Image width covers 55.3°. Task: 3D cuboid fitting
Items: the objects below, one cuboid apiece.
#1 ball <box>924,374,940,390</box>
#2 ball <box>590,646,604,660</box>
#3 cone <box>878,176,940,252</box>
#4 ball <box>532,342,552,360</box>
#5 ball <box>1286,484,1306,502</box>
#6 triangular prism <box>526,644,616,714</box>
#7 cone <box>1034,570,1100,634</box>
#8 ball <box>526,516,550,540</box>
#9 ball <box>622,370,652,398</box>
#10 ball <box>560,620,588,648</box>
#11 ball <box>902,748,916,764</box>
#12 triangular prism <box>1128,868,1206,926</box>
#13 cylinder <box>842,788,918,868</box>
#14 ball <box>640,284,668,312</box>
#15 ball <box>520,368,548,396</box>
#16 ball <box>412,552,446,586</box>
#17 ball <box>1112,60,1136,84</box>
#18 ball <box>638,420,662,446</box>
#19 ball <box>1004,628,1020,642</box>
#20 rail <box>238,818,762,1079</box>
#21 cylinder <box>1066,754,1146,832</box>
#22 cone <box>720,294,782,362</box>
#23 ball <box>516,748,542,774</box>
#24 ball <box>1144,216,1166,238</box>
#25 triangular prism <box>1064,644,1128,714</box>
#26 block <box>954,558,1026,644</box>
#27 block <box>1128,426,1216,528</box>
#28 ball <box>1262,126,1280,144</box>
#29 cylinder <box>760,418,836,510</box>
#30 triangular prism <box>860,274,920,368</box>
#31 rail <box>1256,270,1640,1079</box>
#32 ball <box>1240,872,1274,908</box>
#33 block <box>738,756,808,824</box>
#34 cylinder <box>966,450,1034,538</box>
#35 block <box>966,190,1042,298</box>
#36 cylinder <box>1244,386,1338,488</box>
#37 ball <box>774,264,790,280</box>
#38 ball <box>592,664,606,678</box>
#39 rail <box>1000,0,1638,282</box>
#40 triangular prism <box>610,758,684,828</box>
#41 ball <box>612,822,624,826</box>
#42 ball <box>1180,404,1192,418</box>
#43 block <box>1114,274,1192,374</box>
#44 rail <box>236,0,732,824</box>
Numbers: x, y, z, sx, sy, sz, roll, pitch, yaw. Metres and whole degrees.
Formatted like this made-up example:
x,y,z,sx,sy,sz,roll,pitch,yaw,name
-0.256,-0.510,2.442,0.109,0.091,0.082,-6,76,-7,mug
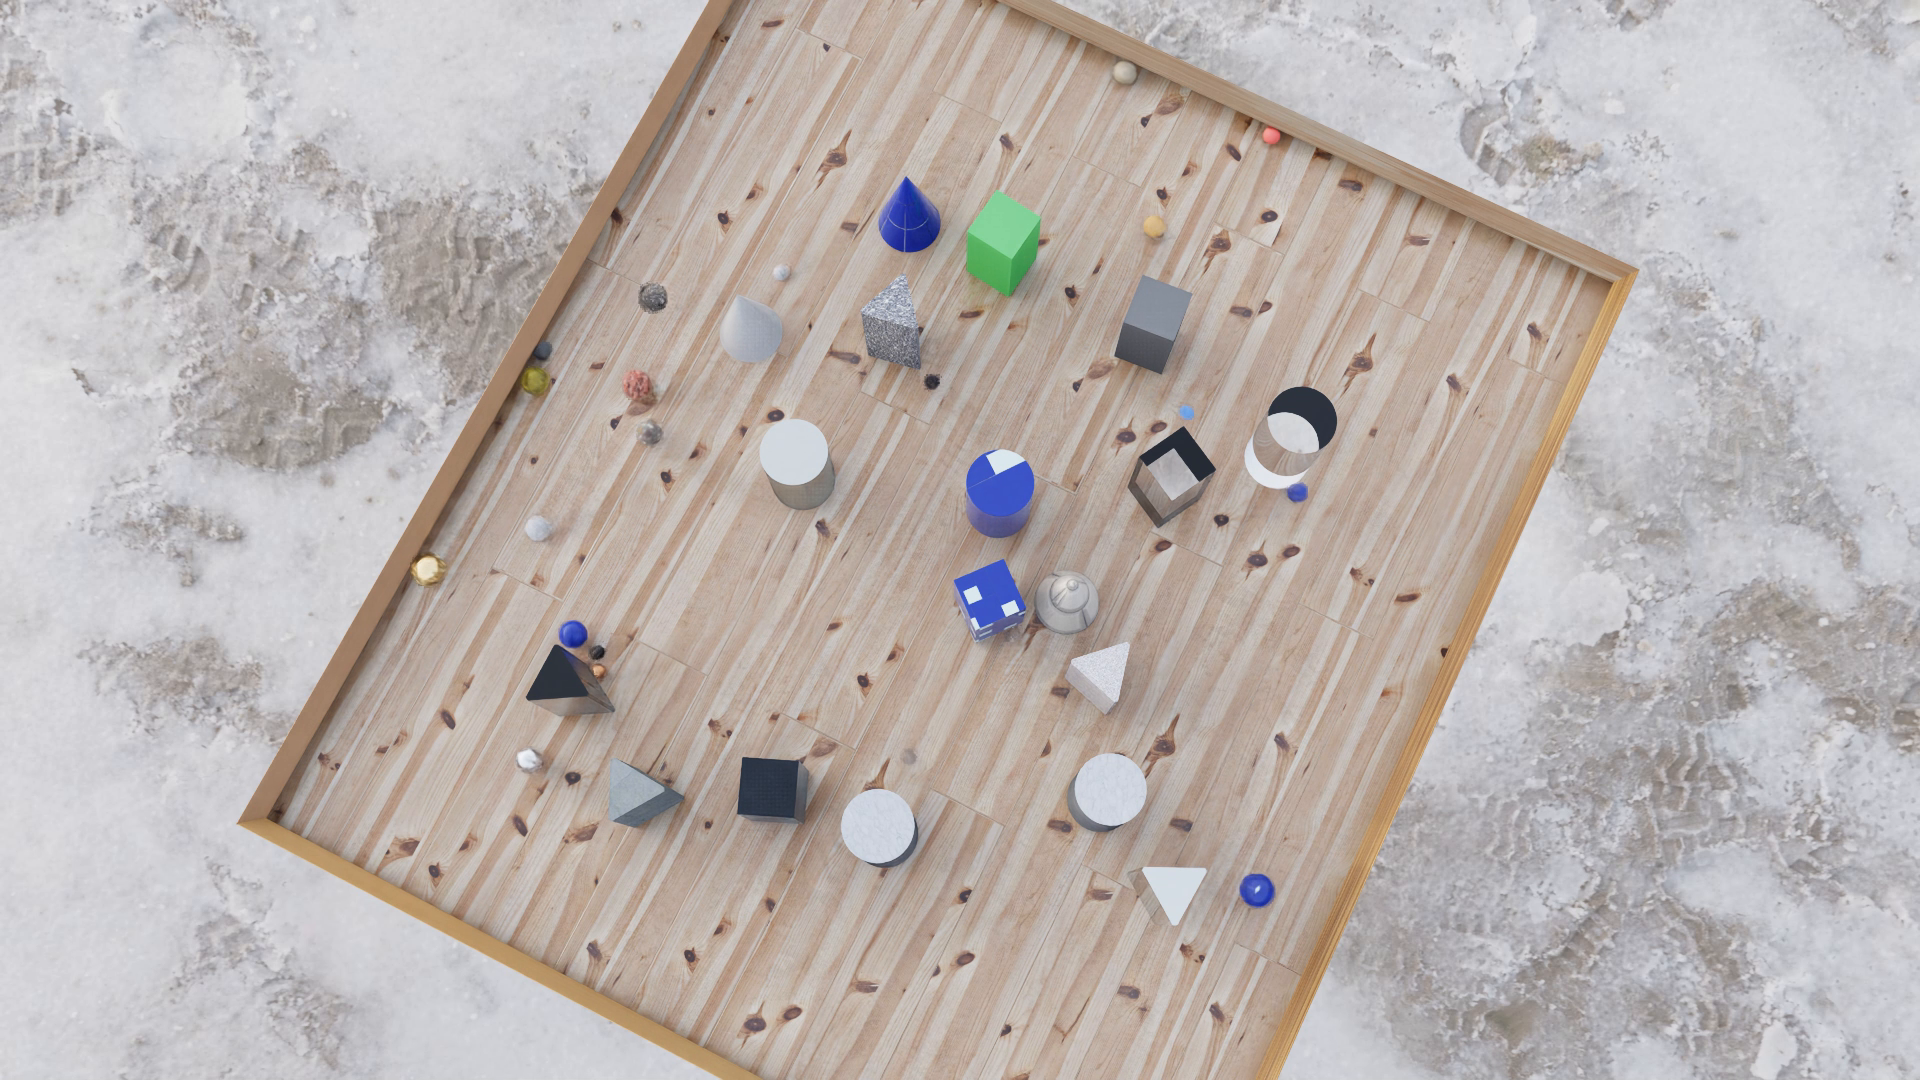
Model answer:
x,y,z,sx,sy,sz,roll,pitch,yaw,name
-0.086,-0.489,5.694,0.048,0.048,0.048,0,78,0,ball
-1.093,0.341,5.523,0.044,0.044,0.044,0,78,0,ball
-0.160,-1.046,5.640,0.199,0.378,0.199,0,78,0,cone
-1.302,-0.588,5.710,0.056,0.056,0.056,0,78,0,ball
1.032,-0.145,5.617,0.059,0.059,0.059,0,78,0,ball
-1.128,0.406,5.325,0.173,0.407,0.149,-4,78,-1,triangular prism
0.325,0.153,5.404,0.199,0.355,0.199,0,78,0,cone
-1.285,-0.036,5.587,0.074,0.074,0.074,0,78,0,ball
-0.999,-0.482,5.671,0.088,0.088,0.088,0,78,0,ball
-1.163,0.285,5.514,0.085,0.085,0.085,0,78,0,ball
-0.152,0.646,5.459,0.047,0.047,0.047,0,78,0,ball
0.557,0.973,5.174,0.149,0.472,0.173,31,80,6,triangular prism
-0.223,0.824,5.204,0.199,0.475,0.199,0,78,0,cylinder
-0.957,-0.758,5.728,0.089,0.089,0.089,0,78,0,ball
-1.317,-0.491,5.675,0.084,0.084,0.084,0,78,0,ball
-1.610,0.087,5.548,0.100,0.100,0.100,0,78,0,ball
0.529,-1.502,5.888,0.077,0.077,0.077,0,78,0,ball
-0.955,-0.331,5.645,0.078,0.078,0.078,0,78,0,ball
0.156,0.287,5.533,0.048,0.048,0.048,0,78,0,ball
-0.748,1.472,5.245,2.998,0.129,0.045,26,80,5,rail
0.417,0.730,5.264,0.199,0.394,0.199,0,78,0,cylinder
-0.656,-0.689,5.578,0.199,0.356,0.199,0,78,0,cone
-1.279,0.654,5.441,0.078,0.078,0.078,0,78,0,ball
0.613,-0.990,5.787,0.069,0.069,0.069,0,78,0,ball
0.429,0.381,5.368,0.173,0.333,0.149,42,81,8,triangular prism
0.086,0.183,5.444,0.159,0.264,0.159,-23,79,-5,block
0.627,-0.182,5.457,0.159,0.386,0.159,-34,80,-7,block
0.996,-1.294,5.856,0.056,0.056,0.056,0,78,0,ball
-0.484,-0.222,5.493,0.199,0.332,0.199,0,78,0,cylinder
-0.185,-0.669,5.548,0.173,0.406,0.149,17,79,3,triangular prism
1.320,0.653,5.414,0.045,0.129,3.394,26,80,5,rail
0.866,1.023,5.355,0.098,0.098,0.098,0,78,0,ball
-0.536,0.726,5.288,0.159,0.350,0.159,4,78,1,block
0.117,-0.135,5.484,0.199,0.314,0.199,0,78,0,cylinder
0.132,-0.907,5.630,0.159,0.341,0.159,33,80,6,block
0.980,-0.300,5.457,0.199,0.434,0.199,0,78,0,cylinder
-0.560,-0.844,5.767,0.048,0.048,0.048,0,78,0,ball
-1.085,0.395,5.513,0.044,0.044,0.044,0,78,0,ball
0.748,-1.459,5.851,2.998,0.129,0.045,26,80,5,rail
-0.932,0.709,5.278,0.173,0.375,0.149,-29,80,-6,triangular prism
-1.005,0.815,5.418,0.059,0.059,0.059,0,78,0,ball
0.700,-0.398,5.678,0.041,0.041,0.041,0,78,0,ball
0.586,-0.652,5.580,0.159,0.336,0.159,22,79,4,block
-1.320,-0.639,5.682,0.045,0.129,3.394,26,80,5,rail
